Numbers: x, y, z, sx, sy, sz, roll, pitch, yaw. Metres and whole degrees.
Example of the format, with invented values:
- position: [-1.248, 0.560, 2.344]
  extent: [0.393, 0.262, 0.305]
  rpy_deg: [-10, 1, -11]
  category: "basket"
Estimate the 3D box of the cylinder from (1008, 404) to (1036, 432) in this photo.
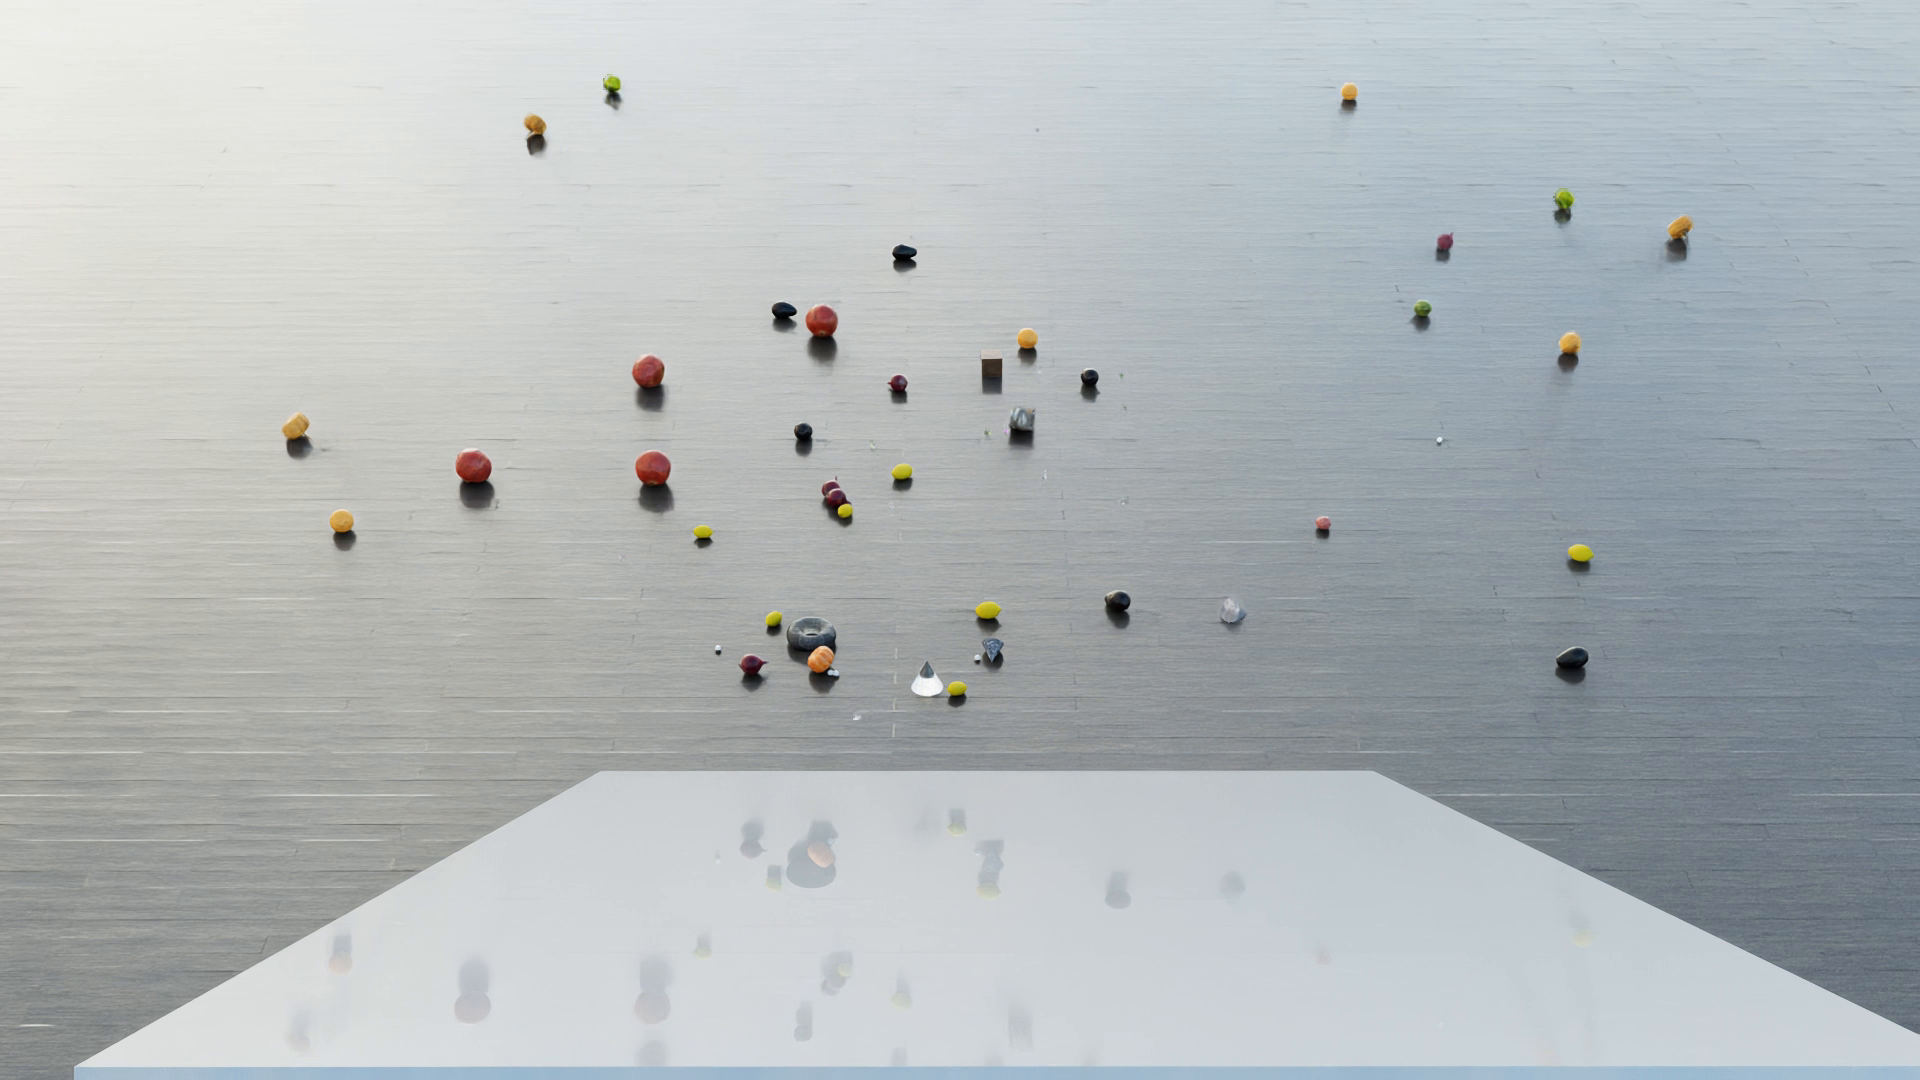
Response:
- position: [0.201, -0.392, 8.401]
  extent: [0.070, 0.070, 0.070]
  rpy_deg: [26, 37, 9]
  category: "cylinder"

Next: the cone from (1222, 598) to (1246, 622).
- position: [0.803, 0.206, 7.475]
  extent: [0.071, 0.071, 0.071]
  rpy_deg: [10, 20, -40]
  category: "cone"

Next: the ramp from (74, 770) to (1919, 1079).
- position: [0.071, 0.625, 4.714]
  extent: [2.000, 0.100, 4.000]
  rpy_deg: [0, -1, 0]
  category: "ramp"

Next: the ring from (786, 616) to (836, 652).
- position: [-0.422, 0.268, 7.361]
  extent: [0.143, 0.048, 0.143]
  rpy_deg: [1, 33, 0]
  category: "ring"

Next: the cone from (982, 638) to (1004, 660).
- position: [0.091, 0.318, 7.299]
  extent: [0.061, 0.061, 0.061]
  rpy_deg: [2, 58, 3]
  category: "cone"

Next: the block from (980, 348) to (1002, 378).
- position: [0.105, -0.596, 8.731]
  extent: [0.069, 0.069, 0.069]
  rpy_deg: [-2, 32, -3]
  category: "block"

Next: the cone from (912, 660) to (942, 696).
- position: [-0.091, 0.369, 7.159]
  extent: [0.088, 0.088, 0.088]
  rpy_deg: [0, 32, 0]
  category: "cone"
